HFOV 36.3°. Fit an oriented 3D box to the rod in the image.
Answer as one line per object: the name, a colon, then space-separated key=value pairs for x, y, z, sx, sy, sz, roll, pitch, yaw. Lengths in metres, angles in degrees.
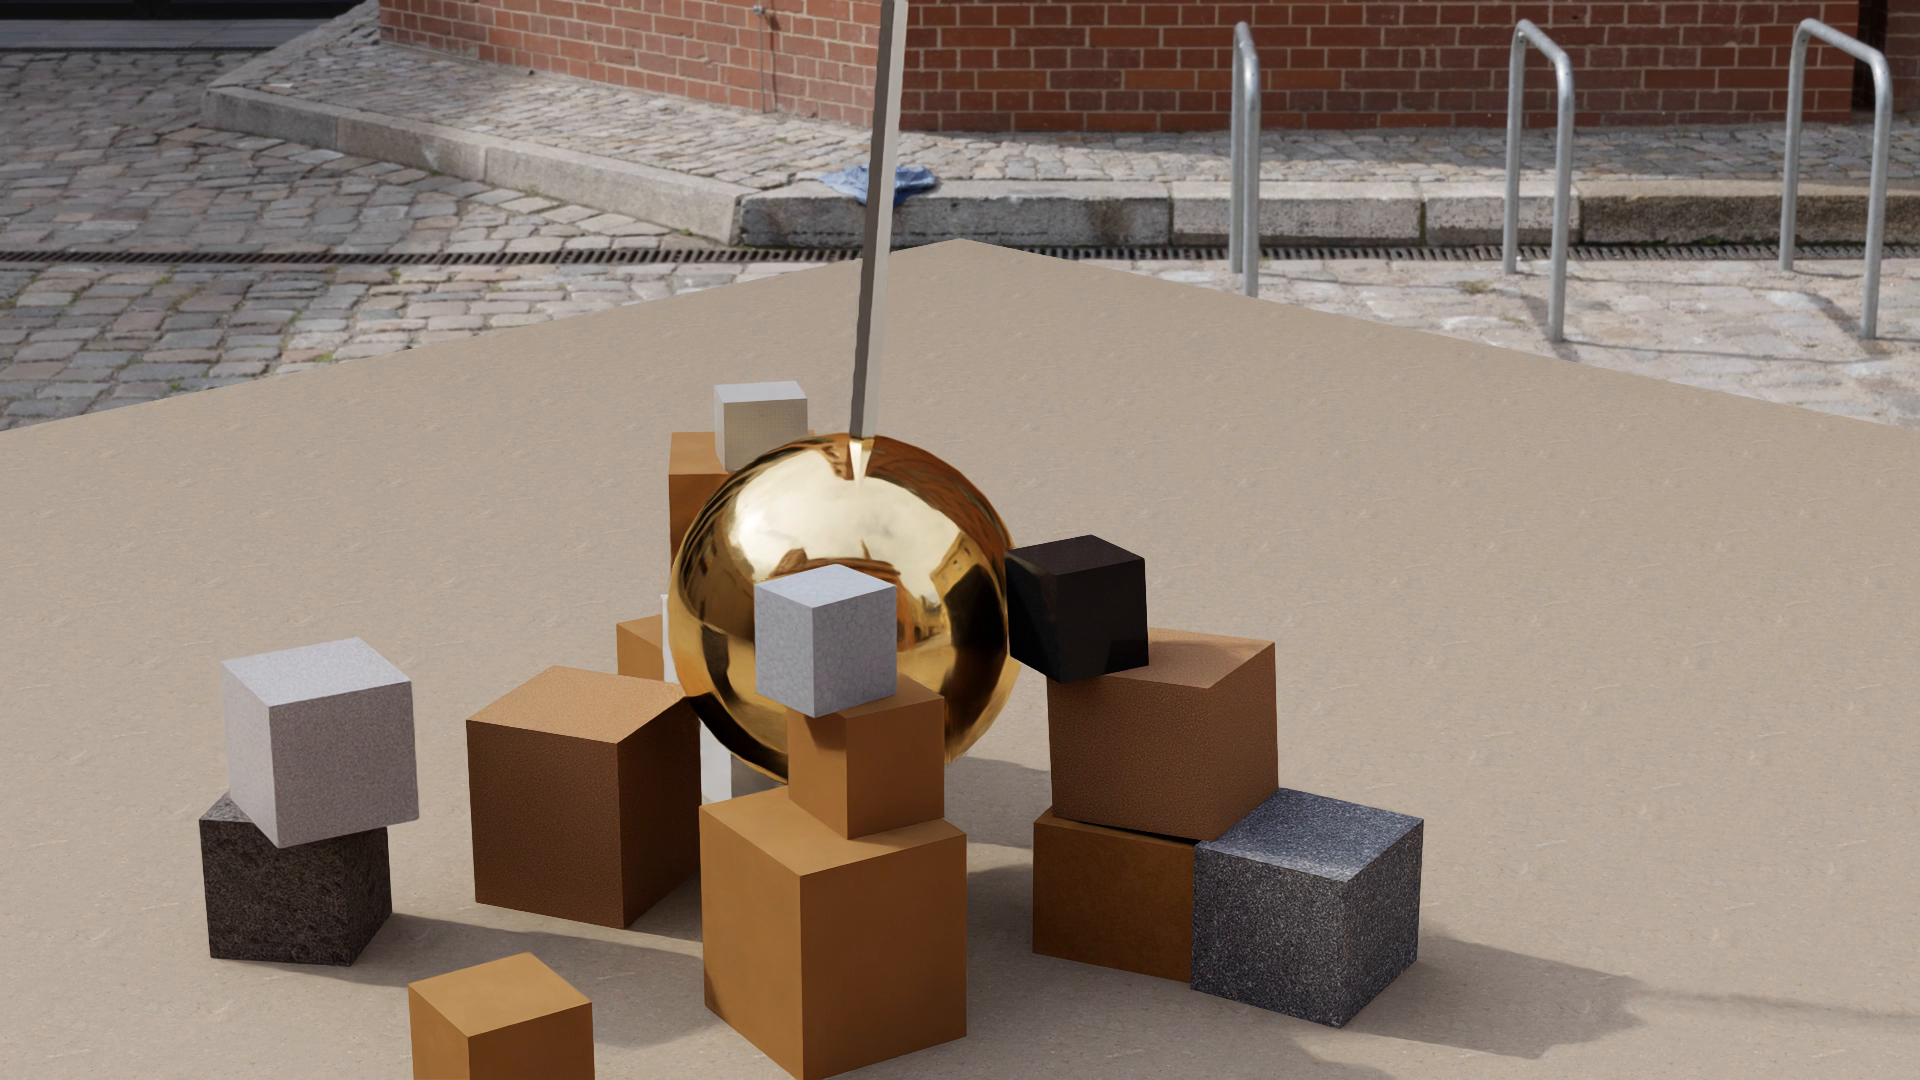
rod: x=-0.213 y=-2.979 z=12.182 sx=0.080 sy=5.200 sz=0.080 roll=17 pitch=17 yaw=42

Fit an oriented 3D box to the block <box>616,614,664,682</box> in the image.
block: x=-1.356 y=0.726 z=15.081 sx=0.587 sy=0.572 sz=0.598 roll=-12 pitch=21 yaw=-33

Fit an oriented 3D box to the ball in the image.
ball: x=-0.492 y=0.327 z=12.929 sx=1.600 sy=1.600 sz=1.600 roll=0 pitch=17 yaw=0

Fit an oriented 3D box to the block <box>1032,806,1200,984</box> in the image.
block: x=0.794 y=1.446 z=12.724 sx=0.750 sy=0.610 sz=0.676 roll=8 pitch=19 yaw=23

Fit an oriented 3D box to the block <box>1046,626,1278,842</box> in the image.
block: x=0.872 y=0.809 z=12.537 sx=0.755 sy=0.672 sz=0.664 roll=6 pitch=18 yaw=30

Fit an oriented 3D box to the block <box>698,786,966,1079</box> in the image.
block: x=-0.517 y=1.551 z=11.920 sx=0.764 sy=0.893 sz=0.823 roll=-11 pitch=21 yaw=-31

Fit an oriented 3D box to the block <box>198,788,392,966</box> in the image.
block: x=-2.878 y=1.421 z=12.747 sx=0.626 sy=0.644 sz=0.562 roll=2 pitch=18 yaw=8

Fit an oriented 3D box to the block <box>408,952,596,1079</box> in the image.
block: x=-1.740 y=1.972 z=11.155 sx=0.508 sy=0.549 sz=0.531 roll=-12 pitch=21 yaw=-32

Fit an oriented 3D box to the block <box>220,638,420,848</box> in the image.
block: x=-2.718 y=0.850 z=12.443 sx=0.615 sy=0.627 sz=0.638 roll=-10 pitch=20 yaw=-30

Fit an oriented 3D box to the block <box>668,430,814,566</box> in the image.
block: x=-1.049 y=-0.069 z=14.303 sx=0.704 sy=0.753 sz=0.754 roll=-1 pitch=17 yaw=-4

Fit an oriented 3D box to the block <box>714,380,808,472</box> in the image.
block: x=-0.951 y=-0.545 z=14.001 sx=0.398 sy=0.337 sz=0.340 roll=-4 pitch=18 yaw=-12

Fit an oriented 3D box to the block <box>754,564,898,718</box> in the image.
block: x=-0.532 y=0.395 z=11.636 sx=0.419 sy=0.454 sz=0.377 roll=-14 pitch=22 yaw=-38

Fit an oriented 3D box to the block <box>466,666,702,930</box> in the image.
block: x=-1.680 y=1.147 z=13.230 sx=0.756 sy=0.879 sz=0.760 roll=7 pitch=19 yaw=22

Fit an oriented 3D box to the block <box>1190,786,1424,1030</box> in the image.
block: x=1.467 y=1.535 z=12.370 sx=0.689 sy=0.654 sz=0.771 roll=11 pitch=20 yaw=31

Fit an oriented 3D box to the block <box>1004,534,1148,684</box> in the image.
block: x=0.491 y=0.286 z=12.365 sx=0.421 sy=0.468 sz=0.460 roll=-11 pitch=17 yaw=-24

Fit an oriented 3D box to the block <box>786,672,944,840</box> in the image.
block: x=-0.382 y=0.843 z=11.825 sx=0.446 sy=0.515 sz=0.496 roll=-10 pitch=20 yaw=-29

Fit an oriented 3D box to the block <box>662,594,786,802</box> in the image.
block: x=-0.926 y=0.743 z=14.479 sx=0.825 sy=0.901 sz=0.767 roll=-10 pitch=20 yaw=-28
